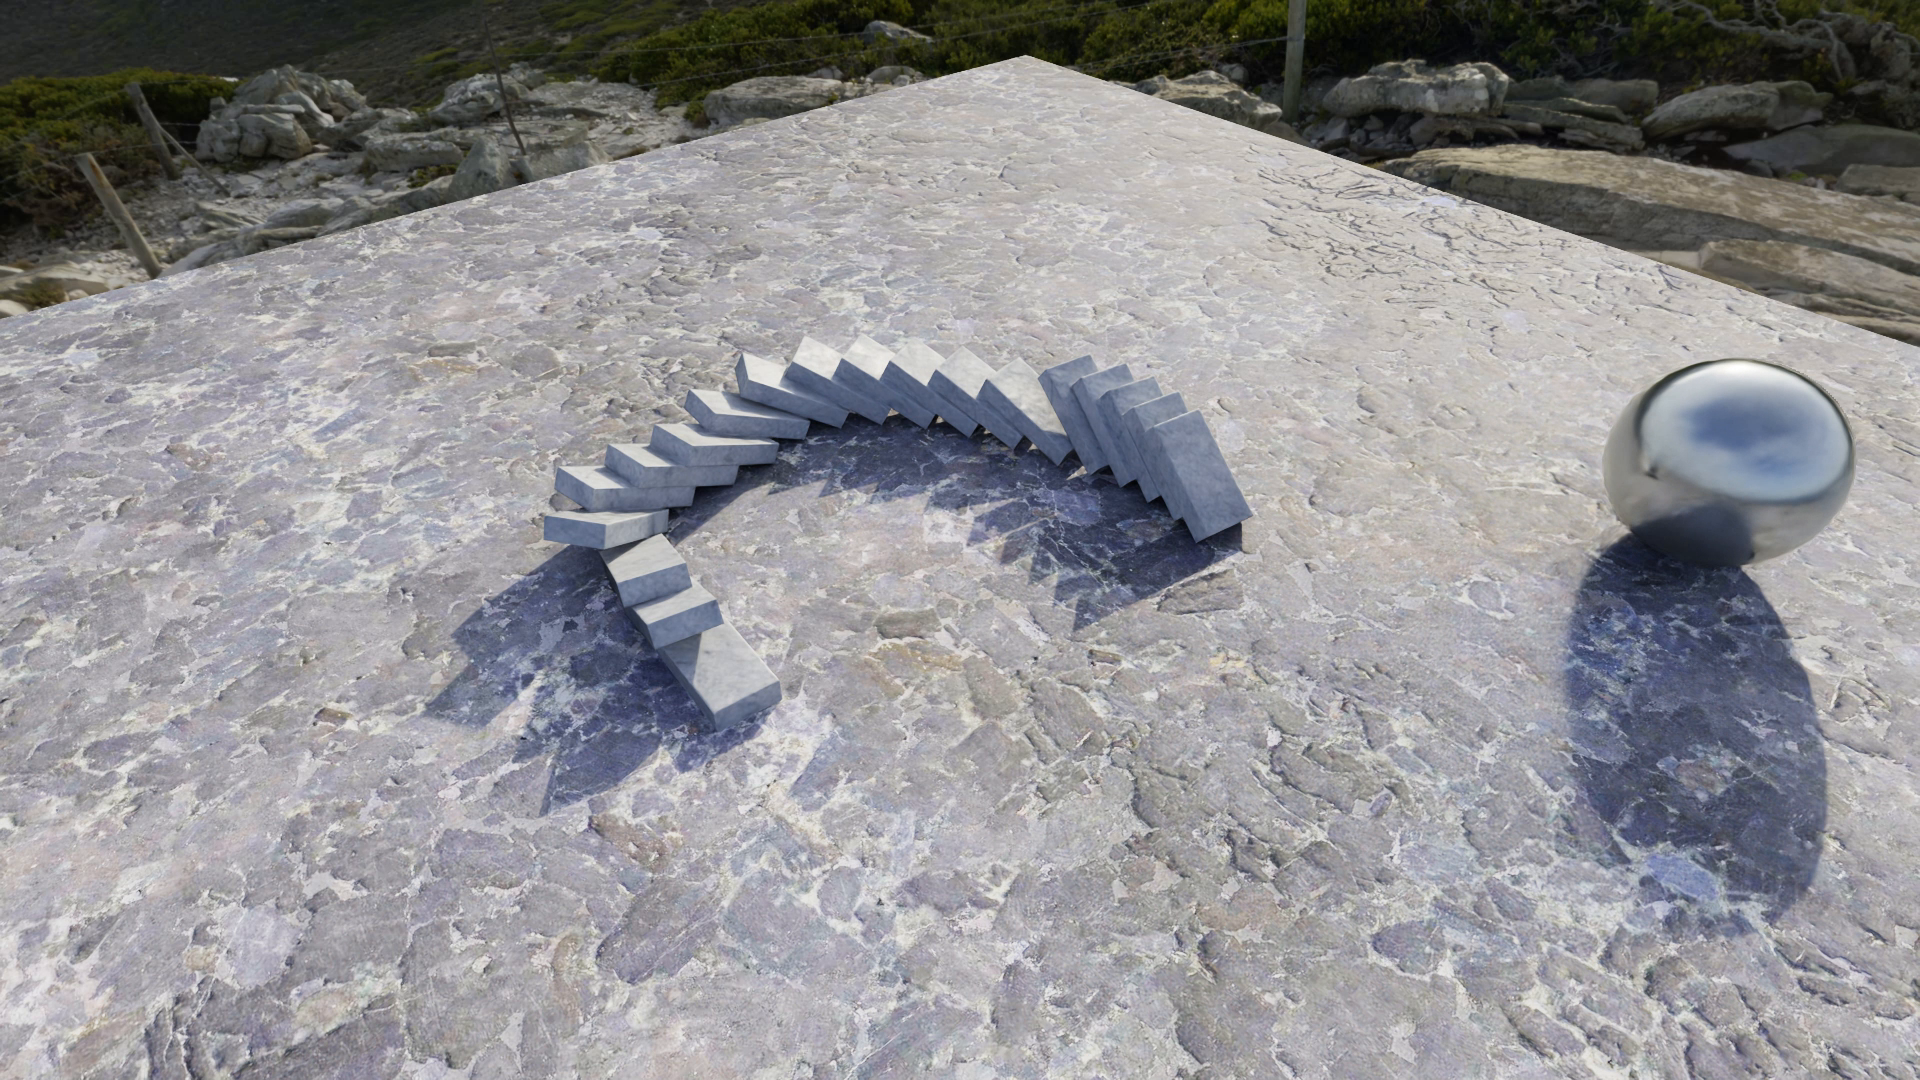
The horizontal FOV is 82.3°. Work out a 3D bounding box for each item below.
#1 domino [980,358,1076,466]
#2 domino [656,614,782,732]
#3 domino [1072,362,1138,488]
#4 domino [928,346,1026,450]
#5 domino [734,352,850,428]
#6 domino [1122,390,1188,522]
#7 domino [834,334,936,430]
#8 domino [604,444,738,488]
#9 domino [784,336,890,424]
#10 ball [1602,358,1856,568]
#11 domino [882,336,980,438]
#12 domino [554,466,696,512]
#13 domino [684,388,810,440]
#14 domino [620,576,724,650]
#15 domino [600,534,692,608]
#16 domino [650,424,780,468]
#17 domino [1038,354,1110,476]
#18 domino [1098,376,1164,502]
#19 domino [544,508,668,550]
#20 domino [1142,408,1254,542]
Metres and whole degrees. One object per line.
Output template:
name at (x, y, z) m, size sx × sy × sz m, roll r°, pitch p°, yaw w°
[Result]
domino at (0.036, -0.059, 0.499) m, size 0.050 × 0.009 × 0.025 m, roll 44°, pitch 52°, yaw 10°
domino at (-0.087, 0.044, 0.390) m, size 0.025 × 0.010 × 0.050 m, roll -26°, pitch 46°, yaw -28°
domino at (0.071, -0.051, 0.482) m, size 0.025 × 0.010 × 0.050 m, roll -21°, pitch 83°, yaw -25°
domino at (0.013, -0.066, 0.507) m, size 0.050 × 0.009 × 0.025 m, roll 38°, pitch 48°, yaw 4°
domino at (-0.078, -0.069, 0.510) m, size 0.050 × 0.010 × 0.025 m, roll 15°, pitch 31°, yaw -29°
domino at (0.091, -0.036, 0.464) m, size 0.025 × 0.009 × 0.050 m, roll -22°, pitch 83°, yaw -25°
domino at (-0.031, -0.075, 0.518) m, size 0.050 × 0.009 × 0.025 m, roll 32°, pitch 42°, yaw -4°
domino at (-0.121, -0.032, 0.465) m, size 0.025 × 0.010 × 0.050 m, roll 29°, pitch 20°, yaw 31°
domino at (-0.055, -0.075, 0.518) m, size 0.050 × 0.010 × 0.025 m, roll 26°, pitch 37°, yaw -12°
ball at (0.294, -0.030, 0.424) m, size 0.080 × 0.080 × 0.080 m, roll 0°, pitch 39°, yaw 0°
domino at (-0.009, -0.072, 0.514) m, size 0.050 × 0.009 × 0.025 m, roll 36°, pitch 45°, yaw 1°
domino at (-0.137, -0.022, 0.452) m, size 0.025 × 0.010 × 0.050 m, roll 27°, pitch 19°, yaw 32°
domino at (-0.096, -0.057, 0.496) m, size 0.050 × 0.009 × 0.025 m, roll -1°, pitch 31°, yaw -44°
domino at (-0.106, 0.024, 0.399) m, size 0.025 × 0.010 × 0.050 m, roll -21°, pitch 20°, yaw -23°
domino at (-0.119, 0.011, 0.415) m, size 0.025 × 0.009 × 0.050 m, roll -18°, pitch 19°, yaw -21°
domino at (-0.106, -0.042, 0.477) m, size 0.025 × 0.009 × 0.050 m, roll 28°, pitch 21°, yaw 30°
domino at (0.058, -0.056, 0.489) m, size 0.025 × 0.009 × 0.050 m, roll -23°, pitch 82°, yaw -26°
domino at (0.082, -0.044, 0.473) m, size 0.025 × 0.010 × 0.050 m, roll -21°, pitch 82°, yaw -25°
domino at (-0.138, -0.006, 0.432) m, size 0.025 × 0.010 × 0.050 m, roll 8°, pitch 10°, yaw 11°
domino at (0.098, -0.027, 0.453) m, size 0.025 × 0.009 × 0.050 m, roll -22°, pitch 83°, yaw -25°
